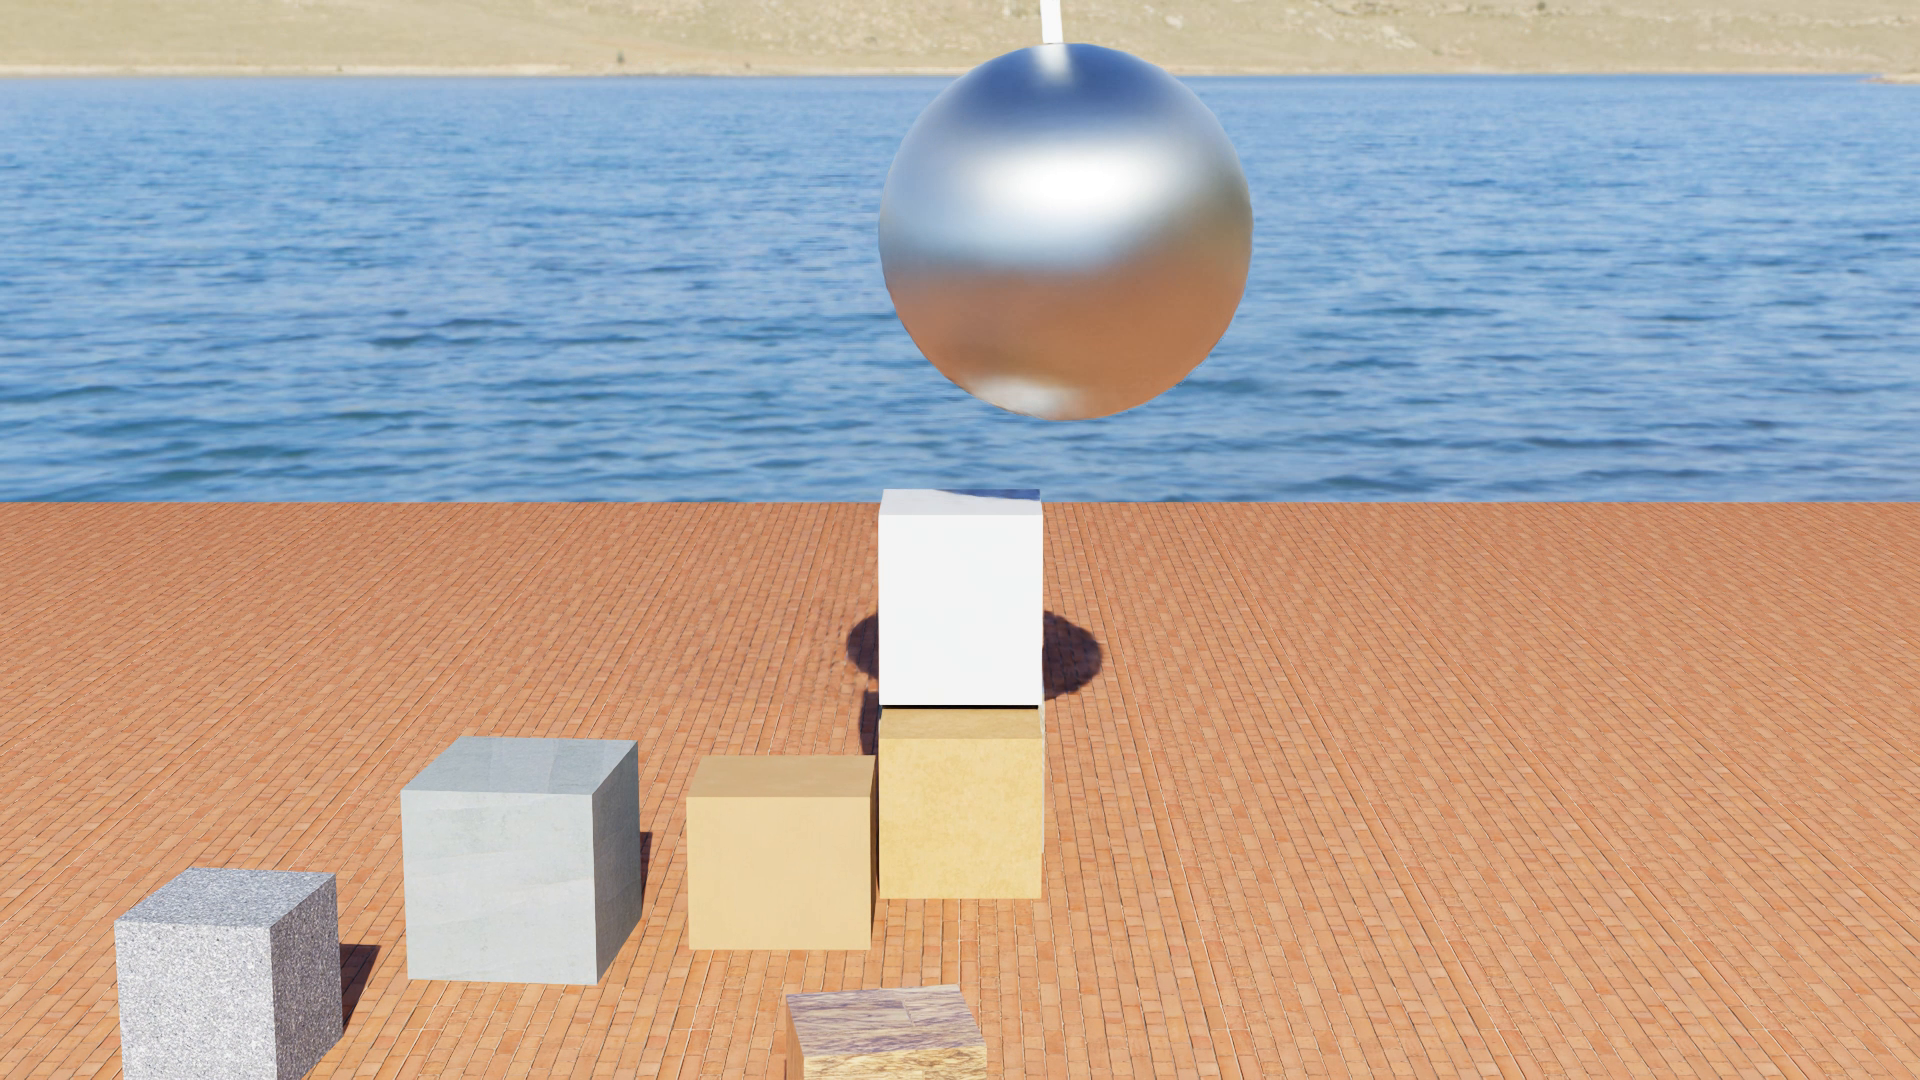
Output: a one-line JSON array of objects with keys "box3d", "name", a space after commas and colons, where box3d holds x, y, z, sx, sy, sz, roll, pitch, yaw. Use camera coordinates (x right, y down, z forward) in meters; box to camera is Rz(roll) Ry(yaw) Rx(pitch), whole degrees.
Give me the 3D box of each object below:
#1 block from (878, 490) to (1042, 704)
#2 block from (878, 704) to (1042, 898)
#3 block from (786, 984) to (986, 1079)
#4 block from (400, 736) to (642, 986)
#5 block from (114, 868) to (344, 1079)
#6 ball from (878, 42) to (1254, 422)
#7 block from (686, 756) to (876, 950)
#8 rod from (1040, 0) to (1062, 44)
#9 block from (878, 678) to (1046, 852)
[{"box3d": [0.005, 0.247, 11.656, 0.720, 0.853, 0.712, 0, 10, 0], "name": "block"}, {"box3d": [0.002, 1.139, 11.319, 0.696, 0.709, 0.650, 0, 10, 0], "name": "block"}, {"box3d": [-0.238, 1.789, 8.025, 0.555, 0.609, 0.541, -2, 10, -10], "name": "block"}, {"box3d": [-1.755, 1.280, 10.381, 0.754, 0.768, 0.826, 1, 10, 5], "name": "block"}, {"box3d": [-2.595, 1.573, 9.152, 0.560, 0.630, 0.618, 1, 10, 7], "name": "block"}, {"box3d": [0.450, -1.308, 10.943, 1.600, 1.600, 1.600, 0, 10, 0], "name": "ball"}, {"box3d": [-0.730, 1.291, 10.678, 0.737, 0.640, 0.643, 0, 10, 0], "name": "block"}, {"box3d": [0.195, -4.643, 10.336, 0.080, 5.200, 0.080, -4, 10, 1], "name": "rod"}, {"box3d": [0.008, 0.992, 12.028, 0.751, 0.745, 0.778, 0, 10, 0], "name": "block"}]
